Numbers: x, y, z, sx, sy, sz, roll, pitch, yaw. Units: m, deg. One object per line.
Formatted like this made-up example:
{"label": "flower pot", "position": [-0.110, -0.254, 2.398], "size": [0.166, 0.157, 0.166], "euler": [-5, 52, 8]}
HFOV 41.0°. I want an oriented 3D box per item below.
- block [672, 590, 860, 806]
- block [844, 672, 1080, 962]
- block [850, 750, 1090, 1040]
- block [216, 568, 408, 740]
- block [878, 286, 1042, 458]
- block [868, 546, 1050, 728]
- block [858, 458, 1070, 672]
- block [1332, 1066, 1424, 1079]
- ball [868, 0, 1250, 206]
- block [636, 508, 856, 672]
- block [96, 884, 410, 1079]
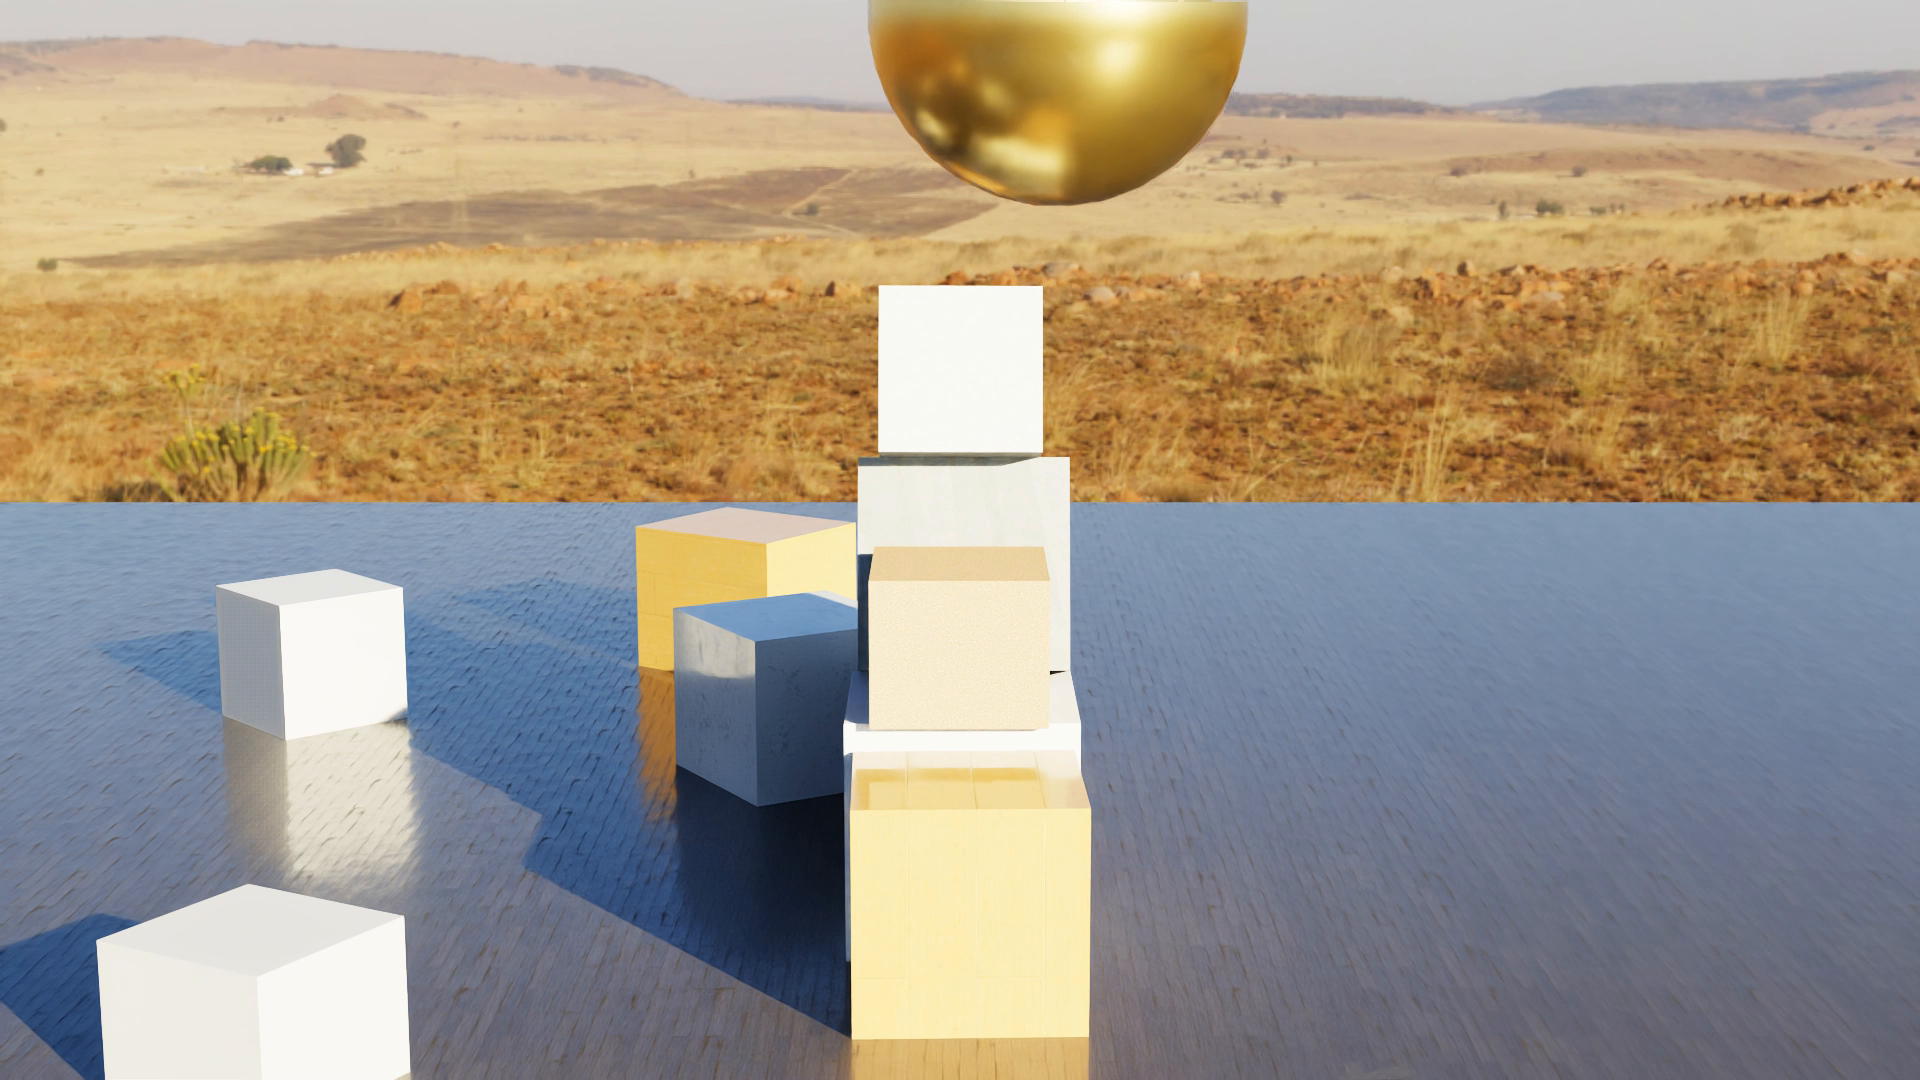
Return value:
{"label": "block", "position": [-0.844, 0.779, 12.989], "size": [0.889, 0.820, 0.921], "euler": [-6, 12, -31]}
{"label": "block", "position": [0.008, 1.125, 10.641], "size": [0.934, 0.980, 0.905], "euler": [0, 10, 0]}
{"label": "block", "position": [0.028, 1.334, 9.790], "size": [0.874, 0.873, 0.823], "euler": [0, 10, -2]}
{"label": "block", "position": [-3.571, 0.616, 14.135], "size": [0.734, 0.732, 0.736], "euler": [-9, 14, -41]}
{"label": "block", "position": [-0.004, -0.686, 10.959], "size": [0.676, 0.689, 0.736], "euler": [0, -3, -1]}
{"label": "block", "position": [-0.003, 0.382, 10.340], "size": [0.702, 0.589, 0.739], "euler": [0, 10, 0]}
{"label": "block", "position": [0.016, 0.125, 11.234], "size": [0.891, 0.898, 0.884], "euler": [0, -3, 0]}
{"label": "block", "position": [1.155, 1.931, 7.166], "size": [0.614, 0.636, 0.651], "euler": [-5, 11, -24]}
{"label": "ball", "position": [0.410, -2.207, 10.779], "size": [1.600, 1.600, 1.600], "euler": [0, 10, 0]}
{"label": "block", "position": [-1.278, 0.326, 15.400], "size": [0.999, 0.849, 0.846], "euler": [7, 12, 34]}
{"label": "block", "position": [-2.459, 1.633, 8.967], "size": [0.744, 0.579, 0.713], "euler": [6, 12, 29]}
